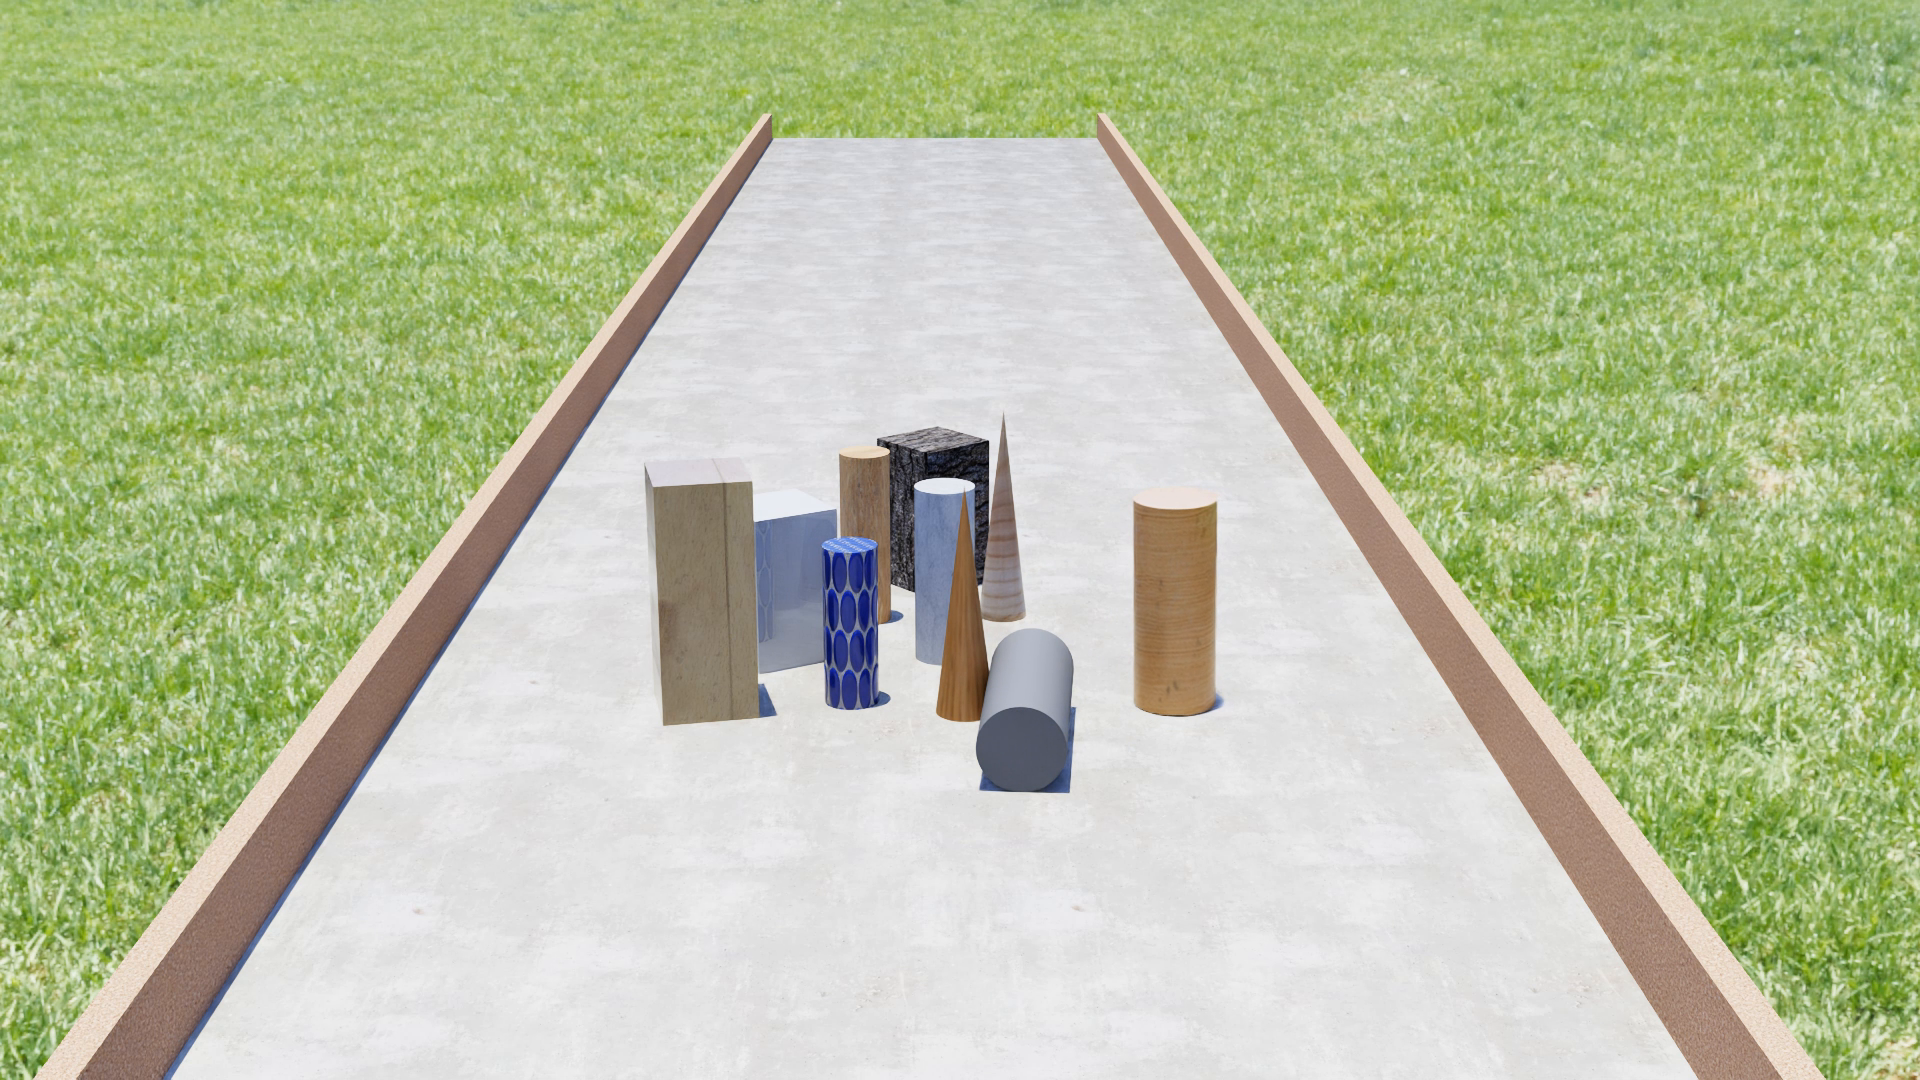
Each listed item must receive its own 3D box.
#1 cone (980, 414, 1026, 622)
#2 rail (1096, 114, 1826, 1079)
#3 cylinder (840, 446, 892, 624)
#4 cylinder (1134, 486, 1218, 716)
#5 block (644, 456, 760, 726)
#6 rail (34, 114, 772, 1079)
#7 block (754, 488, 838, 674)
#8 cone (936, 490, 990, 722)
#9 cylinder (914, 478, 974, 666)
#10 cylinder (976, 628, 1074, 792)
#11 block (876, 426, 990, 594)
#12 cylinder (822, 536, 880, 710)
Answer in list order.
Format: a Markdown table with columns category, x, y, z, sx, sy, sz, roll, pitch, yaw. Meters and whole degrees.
| category | x | y | z | sx | sy | sz | roll | pitch | yaw |
| --- | --- | --- | --- | --- | --- | --- | --- | --- | --- |
| cone | 0.091 | -0.057 | 4.627 | 0.102 | 0.451 | 0.102 | 0 | 17 | 0 |
| rail | 0.932 | -0.844 | 7.801 | 0.050 | 0.150 | 12.000 | 0 | 17 | -1 |
| cylinder | -0.199 | -0.009 | 4.618 | 0.105 | 0.364 | 0.105 | 0 | 17 | 0 |
| cylinder | 0.404 | 0.114 | 4.130 | 0.156 | 0.403 | 0.156 | -1 | 17 | 0 |
| block | -0.482 | 0.094 | 4.106 | 0.179 | 0.459 | 0.179 | -4 | 17 | -12 |
| rail | -1.118 | -0.838 | 7.780 | 0.050 | 0.150 | 12.000 | 0 | 17 | -1 |
| block | -0.365 | 0.080 | 4.409 | 0.179 | 0.313 | 0.179 | -10 | 19 | -30 |
| cone | 0.009 | 0.111 | 4.078 | 0.111 | 0.442 | 0.111 | 0 | 16 | 0 |
| cylinder | -0.030 | 0.064 | 4.389 | 0.120 | 0.356 | 0.120 | 0 | 17 | 0 |
| cylinder | 0.120 | 0.299 | 3.947 | 0.157 | 0.157 | 0.414 | 1 | 17 | 4 |
| block | -0.059 | -0.065 | 4.872 | 0.175 | 0.326 | 0.175 | -14 | 21 | -39 |
| cylinder | -0.206 | 0.158 | 4.153 | 0.104 | 0.310 | 0.104 | 0 | 17 | 0 |
